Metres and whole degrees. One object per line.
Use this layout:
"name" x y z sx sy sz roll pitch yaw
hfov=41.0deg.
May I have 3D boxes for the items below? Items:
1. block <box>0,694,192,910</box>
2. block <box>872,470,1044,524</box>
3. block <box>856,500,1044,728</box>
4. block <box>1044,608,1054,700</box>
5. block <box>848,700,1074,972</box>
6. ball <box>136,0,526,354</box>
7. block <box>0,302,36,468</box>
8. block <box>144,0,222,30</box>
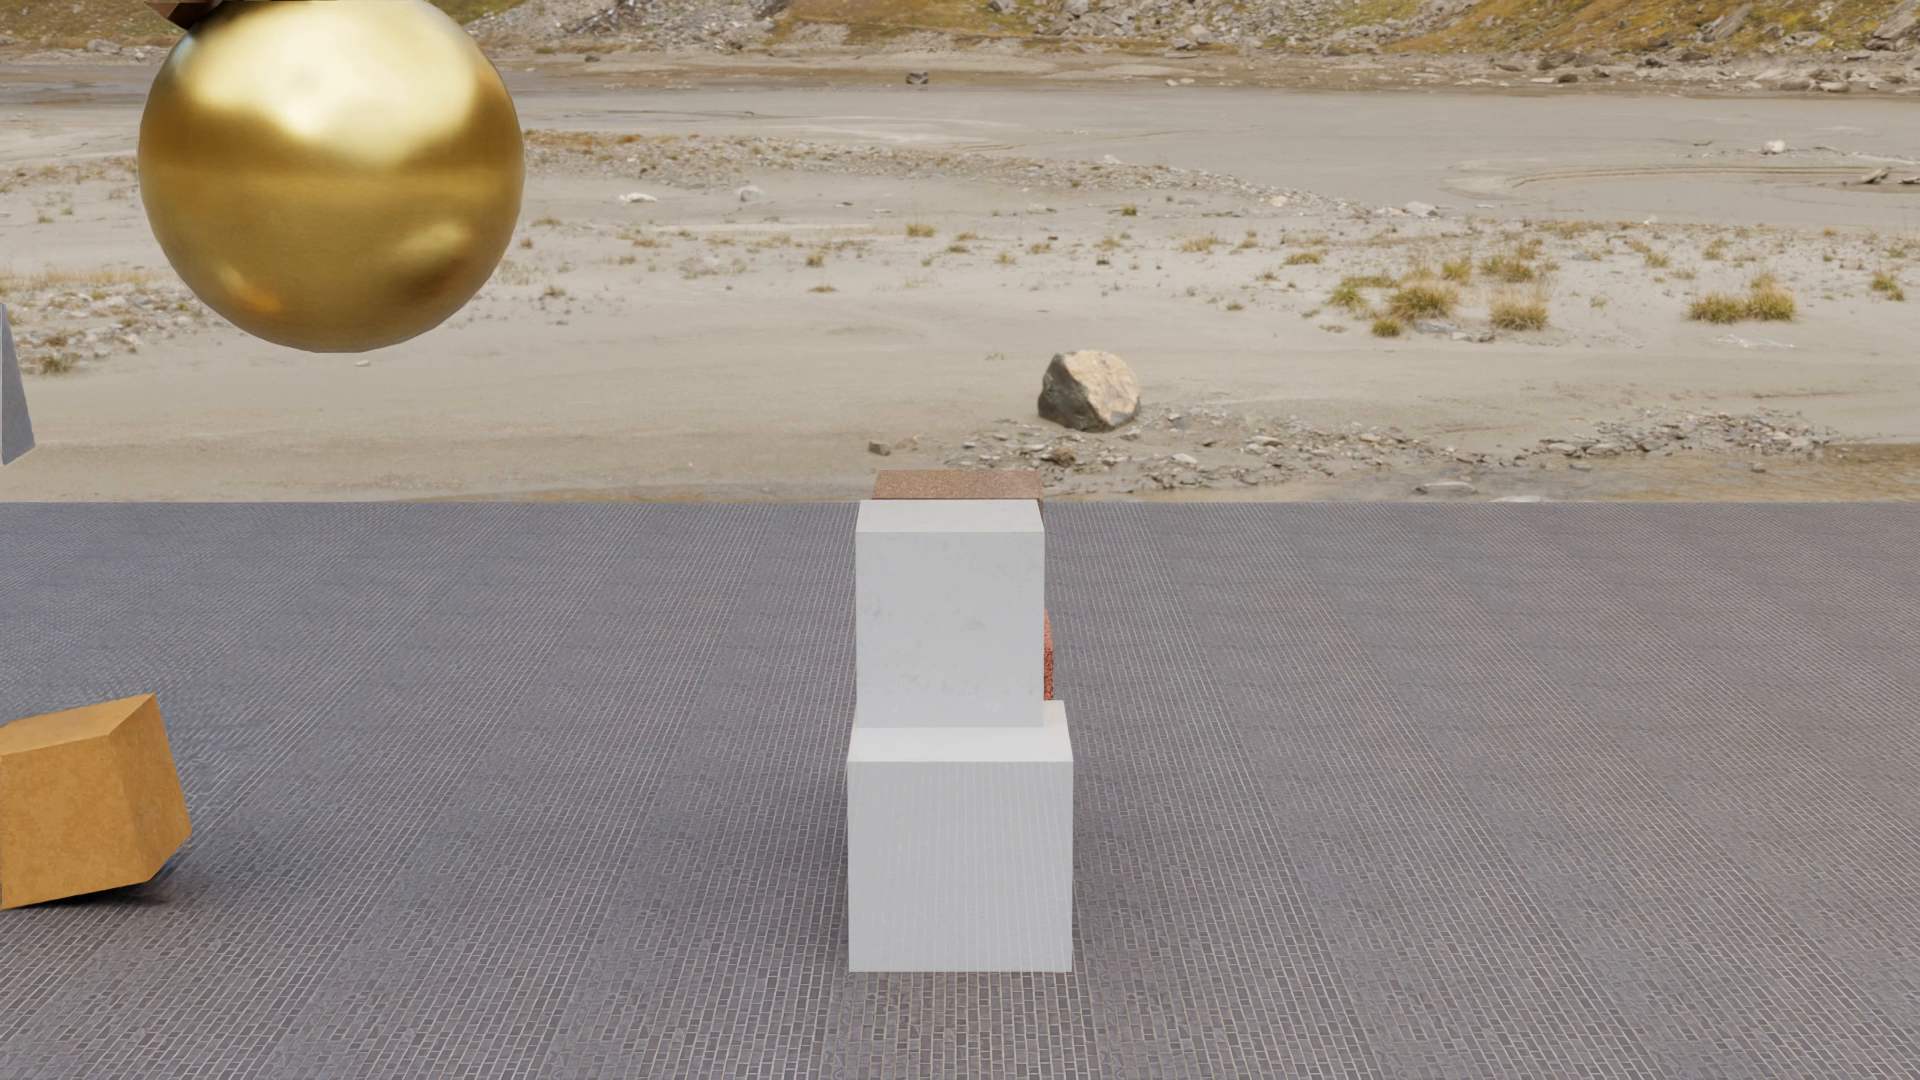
"block" -3.832 1.127 11.150 0.659 0.659 0.661 -11 12 2
"block" -0.006 0.123 11.610 0.751 0.767 0.734 0 11 1
"block" -0.045 0.296 10.850 0.766 0.816 0.794 0 10 -1
"block" 0.011 0.868 12.222 0.832 0.920 0.883 0 10 0
"block" 0.001 1.199 10.571 0.882 0.860 0.993 0 10 0
"ball" -2.655 -1.591 10.891 1.600 1.600 1.600 0 10 0
"block" -4.347 -0.621 10.870 0.581 0.640 0.624 -10 11 -6
"block" -3.258 -2.571 10.667 0.594 0.662 0.609 38 1 -5
